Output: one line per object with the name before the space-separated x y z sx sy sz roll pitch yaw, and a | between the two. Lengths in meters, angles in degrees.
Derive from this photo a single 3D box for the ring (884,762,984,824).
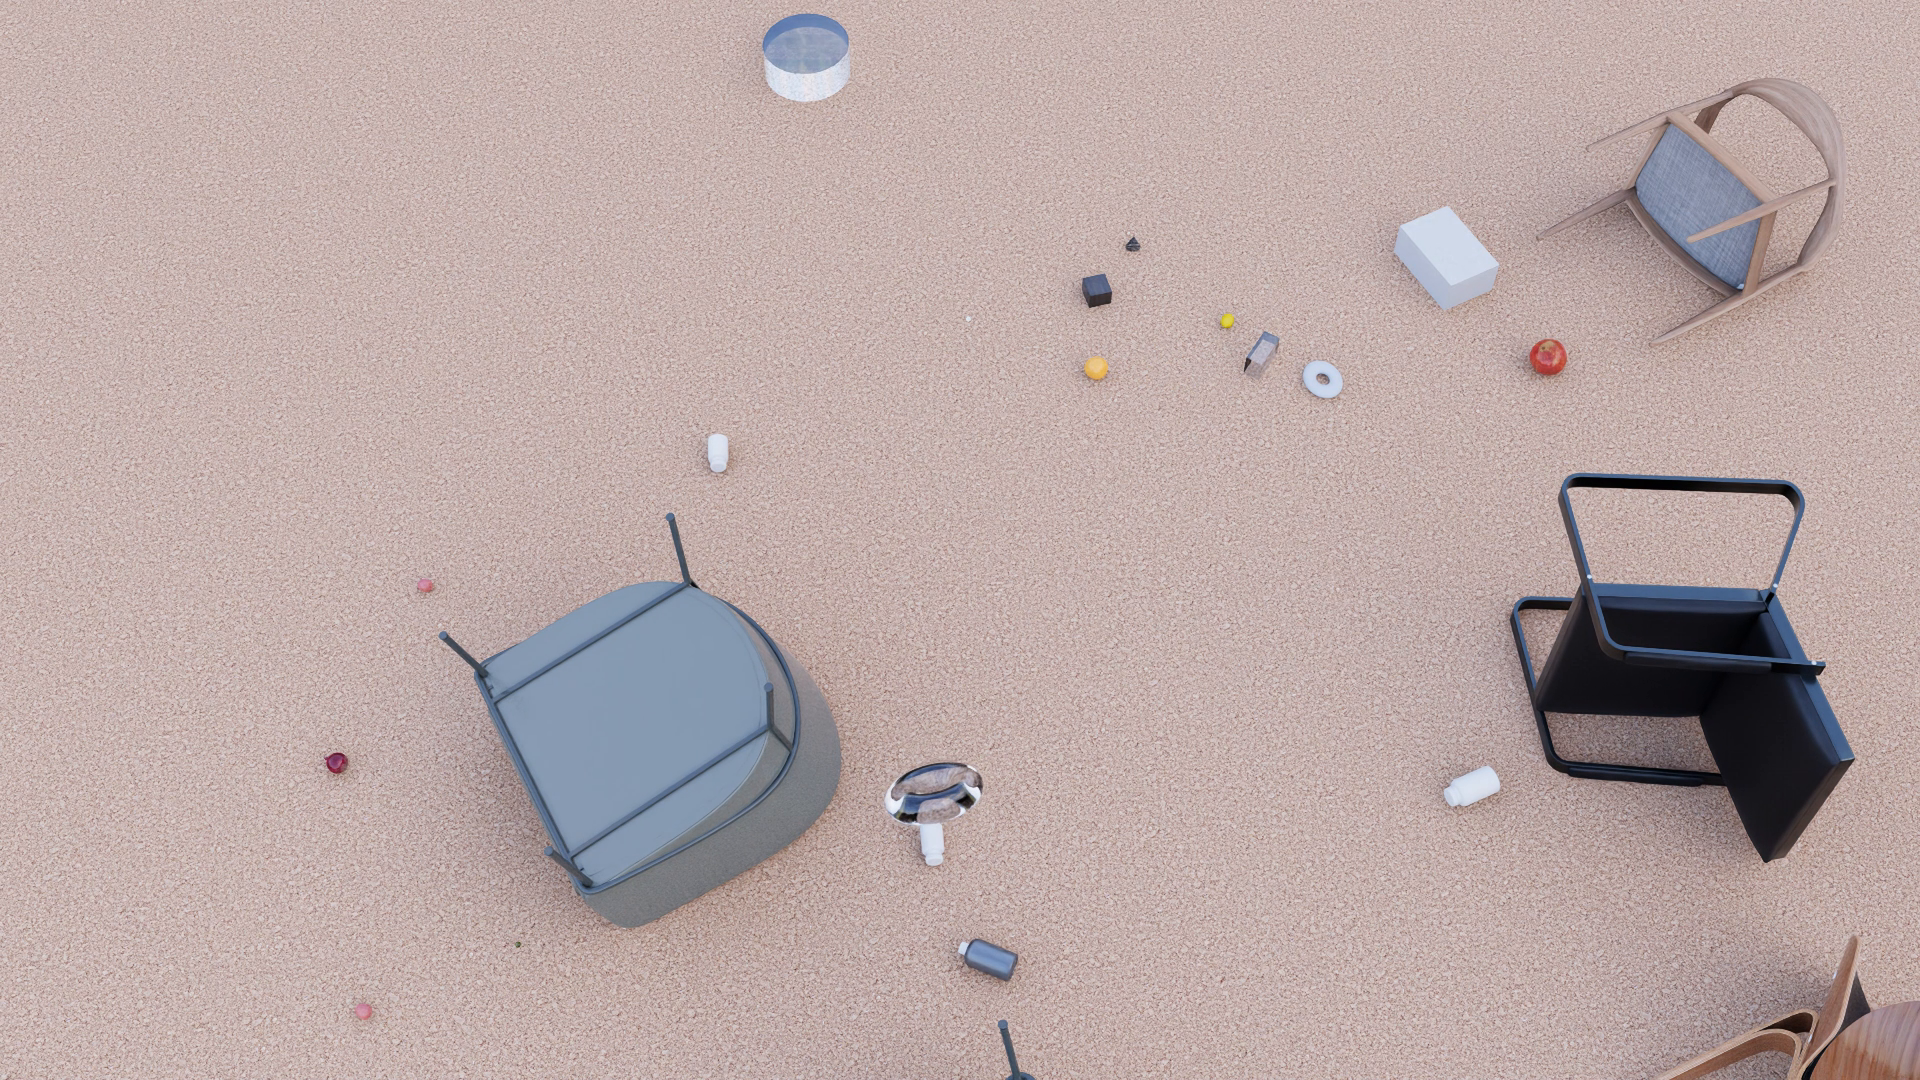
ring | -0.070 0.694 6.025 0.281 0.097 0.186 -15 33 -15

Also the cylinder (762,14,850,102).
cylinder | -0.530 -1.672 7.618 0.300 0.129 0.295 -39 64 -23

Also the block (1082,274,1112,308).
block | 0.441 -0.802 7.077 0.075 0.058 0.079 -13 57 -9

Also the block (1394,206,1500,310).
block | 1.571 -0.912 7.112 0.187 0.123 0.286 -24 59 -15

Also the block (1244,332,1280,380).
block | 0.949 -0.580 6.914 0.055 0.081 0.125 27 60 17

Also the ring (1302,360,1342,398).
ring | 1.138 -0.504 6.895 0.120 0.028 0.149 -16 57 -10
